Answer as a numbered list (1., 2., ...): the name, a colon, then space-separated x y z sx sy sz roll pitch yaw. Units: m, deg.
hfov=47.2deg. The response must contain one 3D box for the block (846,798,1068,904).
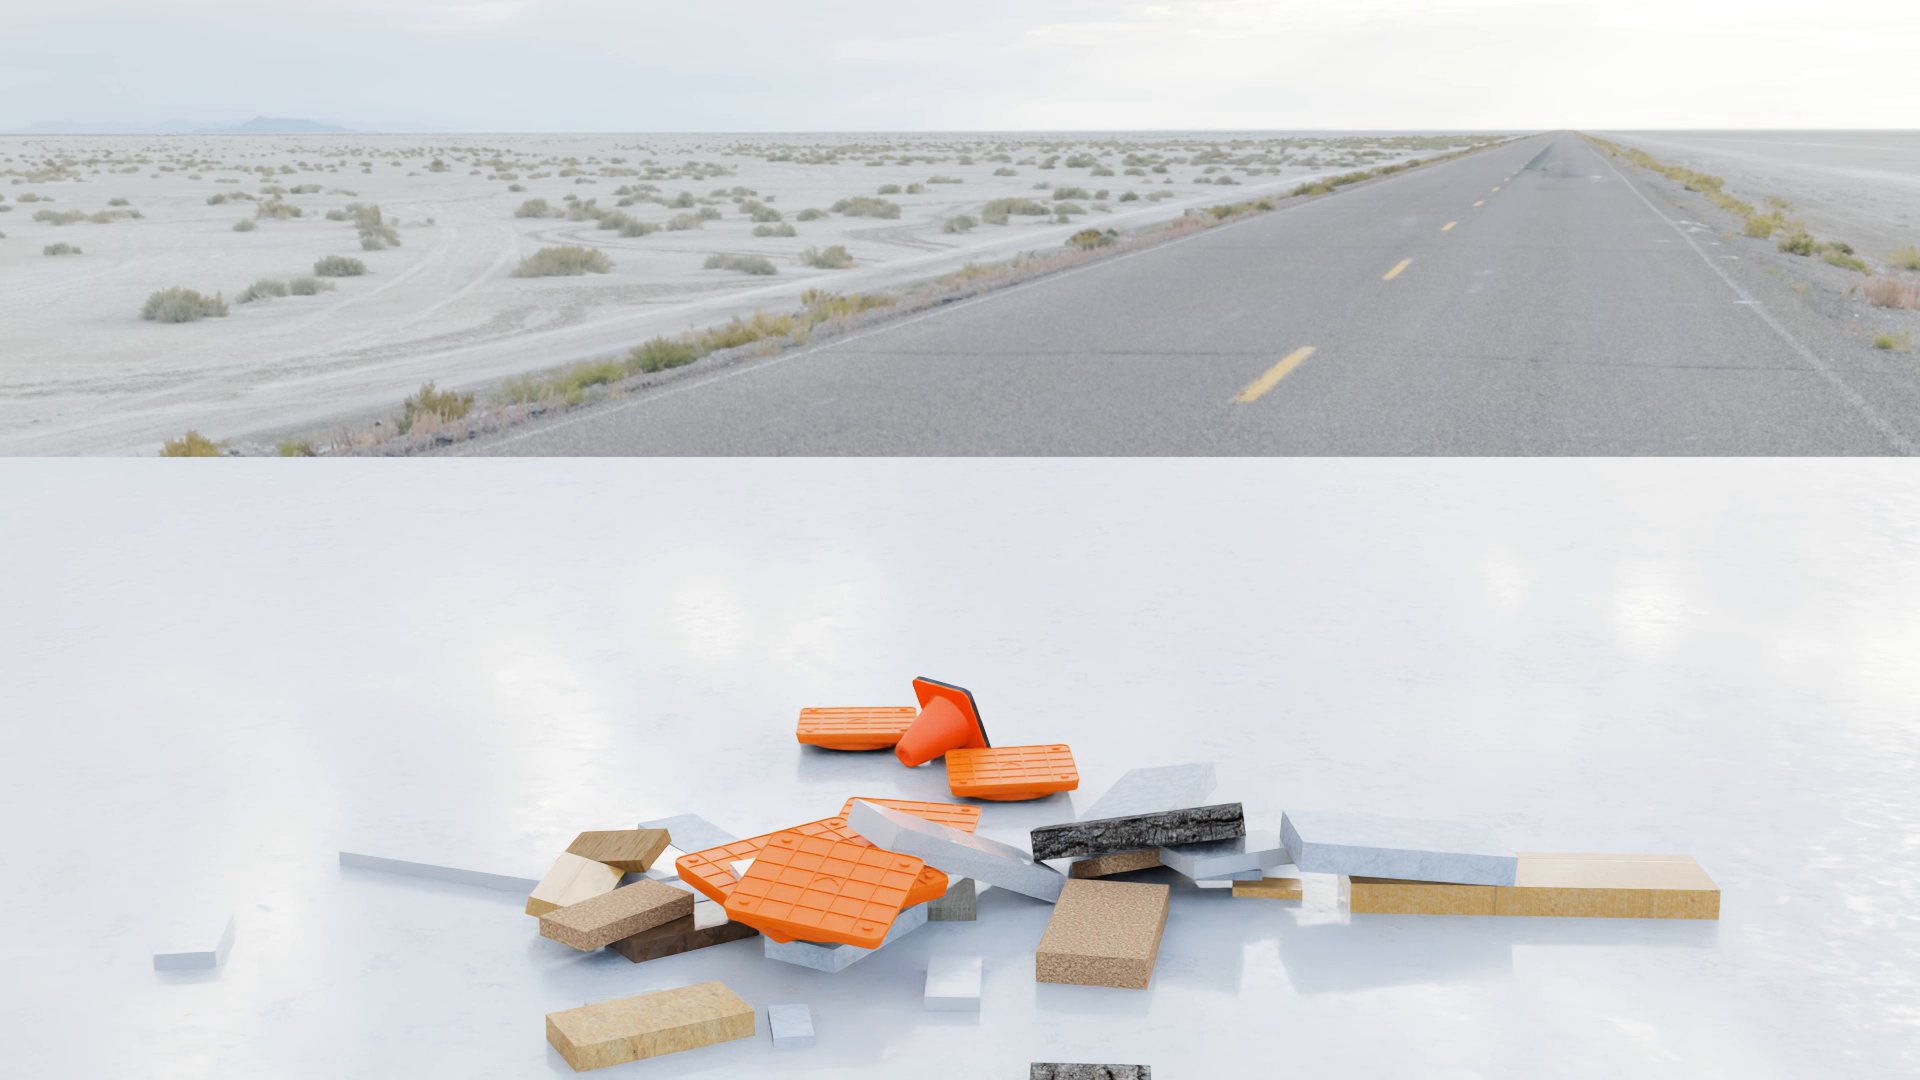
1. block: -0.005 0.511 3.612 0.334 0.047 0.167 21 -1 -29

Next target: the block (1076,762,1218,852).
1. block: 0.338 0.486 4.010 0.167 0.047 0.393 -8 7 22

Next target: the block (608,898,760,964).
1. block: -0.438 0.613 3.462 0.217 0.031 0.108 -7 13 -34

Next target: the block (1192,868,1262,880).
1. block: 0.448 0.558 3.709 0.115 0.016 0.058 0 9 -2

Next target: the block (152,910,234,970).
1. block: -1.192 0.622 3.425 0.091 0.026 0.182 -2 11 -10

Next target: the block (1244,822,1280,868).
1. block: 0.491 0.532 3.902 0.209 0.030 0.104 9 14 40

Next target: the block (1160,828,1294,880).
1. block: 0.450 0.524 3.674 0.209 0.030 0.104 -4 10 -27

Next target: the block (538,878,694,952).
1. block: -0.535 0.585 3.440 0.111 0.031 0.221 8 14 40

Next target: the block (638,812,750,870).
1. block: -0.471 0.534 3.883 0.111 0.031 0.221 -7 13 -33

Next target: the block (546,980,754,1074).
1. block: -0.434 0.680 3.084 0.261 0.037 0.131 -6 12 -28

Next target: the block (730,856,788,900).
1. block: -0.314 0.527 3.429 0.057 0.016 0.114 -6 17 -23

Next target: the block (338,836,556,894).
1. block: -0.859 0.558 3.770 0.429 0.026 0.091 4 11 22

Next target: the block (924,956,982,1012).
1. block: -0.009 0.656 3.253 0.080 0.023 0.160 0 11 2

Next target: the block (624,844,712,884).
1. block: -0.526 0.557 3.765 0.108 0.031 0.217 -8 13 -35

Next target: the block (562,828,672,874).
1. block: -0.591 0.531 3.750 0.182 0.026 0.091 -6 26 28

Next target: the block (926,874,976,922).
1. block: -0.015 0.588 3.618 0.080 0.023 0.160 0 11 -1

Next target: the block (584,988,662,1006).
1. block: -0.480 0.673 3.175 0.114 0.016 0.057 -4 11 -21

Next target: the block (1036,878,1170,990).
1. block: 0.227 0.610 3.430 0.167 0.047 0.334 2 11 11

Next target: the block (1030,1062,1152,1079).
1. block: 0.172 0.720 2.908 0.160 0.023 0.080 1 11 3

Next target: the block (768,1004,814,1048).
1. block: -0.239 0.686 3.107 0.057 0.016 0.114 -2 11 -9

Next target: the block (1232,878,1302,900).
1. block: 0.513 0.581 3.674 0.115 0.016 0.058 1 11 7

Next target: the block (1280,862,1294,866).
1. block: 0.513 0.538 3.732 0.115 0.016 0.058 -3 10 -20

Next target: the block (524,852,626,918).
1. block: -0.626 0.574 3.591 0.108 0.031 0.217 17 12 1

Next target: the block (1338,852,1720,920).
1. block: 0.934 0.569 3.645 0.590 0.050 0.176 1 11 3

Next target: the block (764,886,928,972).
1. block: -0.176 0.610 3.461 0.131 0.037 0.261 6 12 31

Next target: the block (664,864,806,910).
1. block: -0.402 0.584 3.616 0.272 0.031 0.111 -6 12 -29

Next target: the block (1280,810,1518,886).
1. block: 0.719 0.506 3.625 0.352 0.050 0.176 4 10 -4

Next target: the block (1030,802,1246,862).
1. block: 0.303 0.491 3.708 0.352 0.050 0.176 -8 -6 6

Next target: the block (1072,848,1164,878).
1. block: 0.308 0.544 3.737 0.209 0.030 0.104 -5 -10 -25
